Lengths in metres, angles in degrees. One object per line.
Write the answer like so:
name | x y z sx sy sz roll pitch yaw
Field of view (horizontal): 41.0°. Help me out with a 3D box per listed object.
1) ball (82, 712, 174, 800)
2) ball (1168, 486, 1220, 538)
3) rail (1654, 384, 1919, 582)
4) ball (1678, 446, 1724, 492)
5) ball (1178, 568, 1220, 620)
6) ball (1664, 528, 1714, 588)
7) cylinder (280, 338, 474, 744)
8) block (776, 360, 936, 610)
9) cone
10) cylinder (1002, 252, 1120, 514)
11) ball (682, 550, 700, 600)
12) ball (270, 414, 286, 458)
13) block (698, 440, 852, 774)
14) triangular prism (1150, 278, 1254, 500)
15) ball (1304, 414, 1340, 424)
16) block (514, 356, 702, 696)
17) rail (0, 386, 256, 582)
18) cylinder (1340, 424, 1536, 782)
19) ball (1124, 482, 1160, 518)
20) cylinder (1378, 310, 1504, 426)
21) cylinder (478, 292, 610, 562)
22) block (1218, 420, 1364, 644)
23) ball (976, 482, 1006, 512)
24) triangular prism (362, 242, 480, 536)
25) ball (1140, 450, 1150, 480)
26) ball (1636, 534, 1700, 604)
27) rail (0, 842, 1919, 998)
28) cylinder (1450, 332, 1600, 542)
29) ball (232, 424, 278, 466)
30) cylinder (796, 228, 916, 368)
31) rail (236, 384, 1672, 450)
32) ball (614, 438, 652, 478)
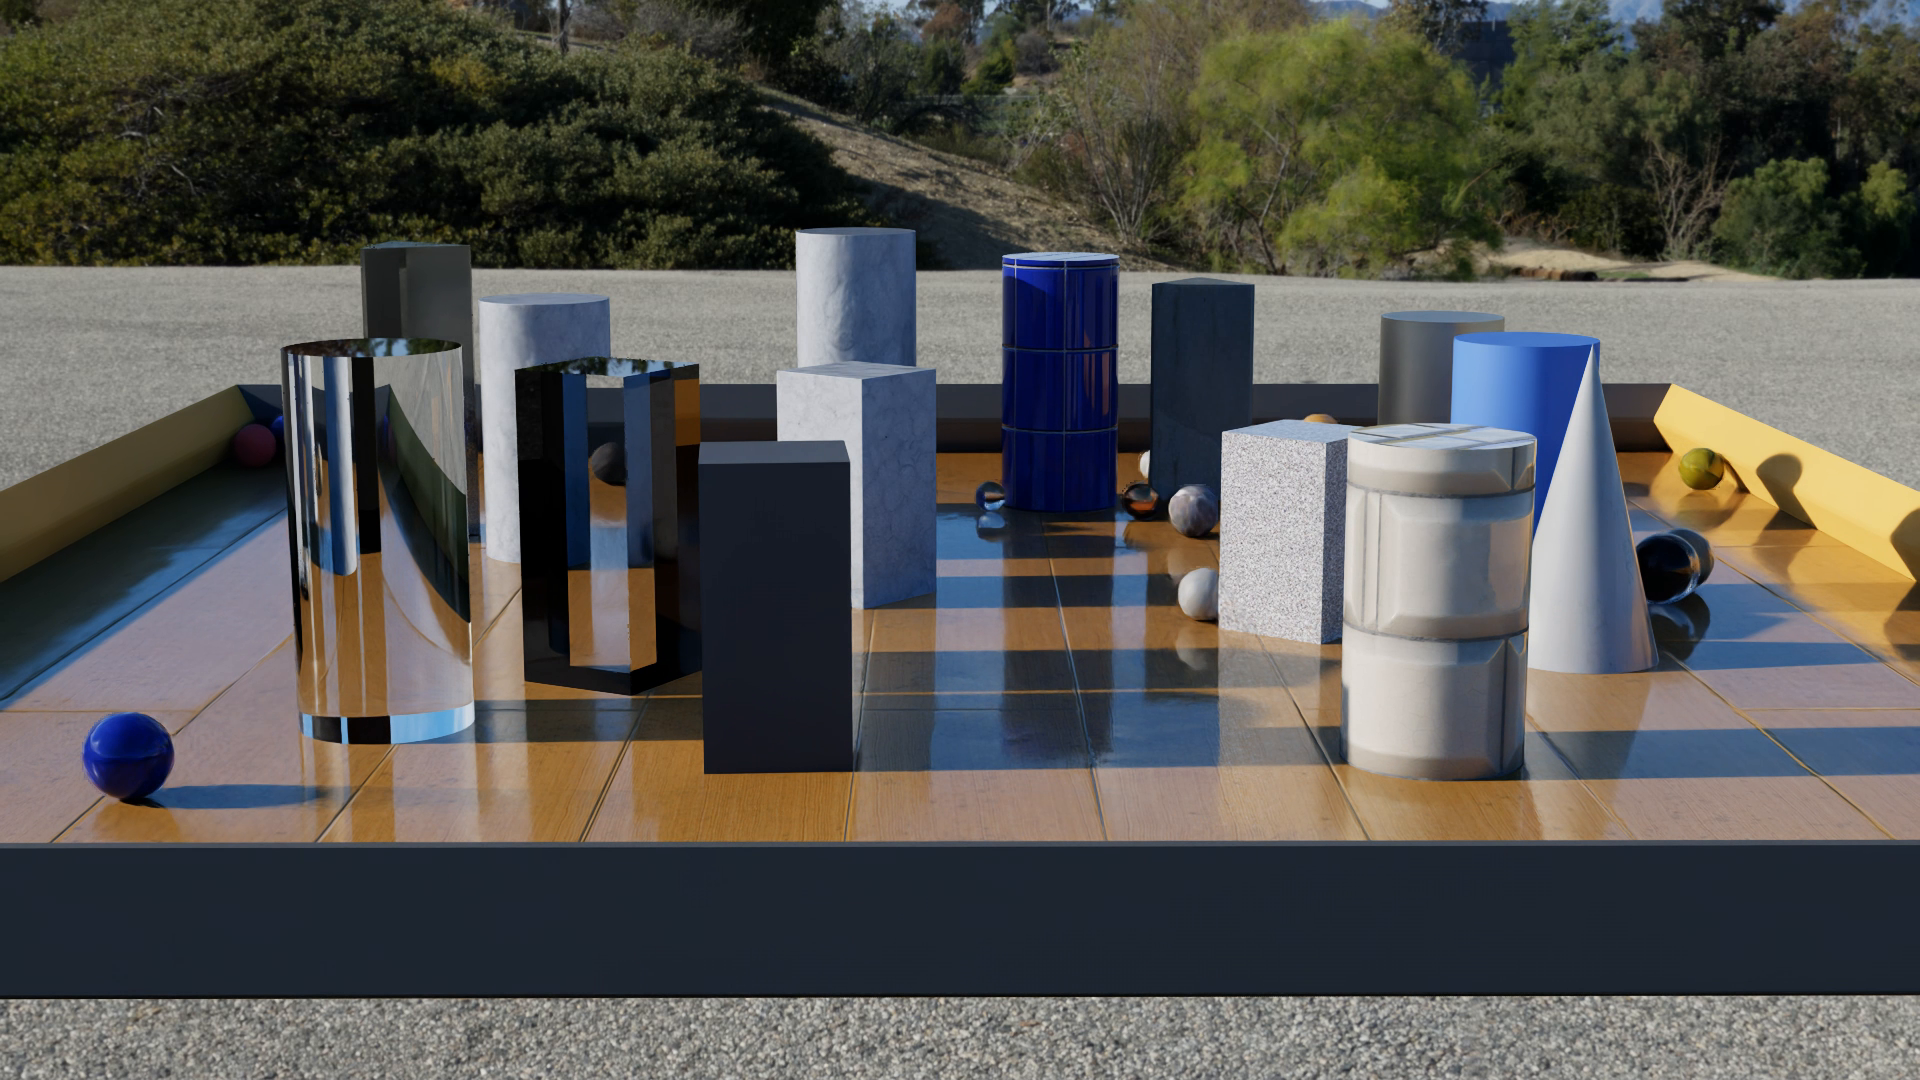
ball | -0.832 0.216 2.570 0.087 0.087 0.087 0 11 0
ball | 0.364 -0.045 3.992 0.081 0.081 0.081 0 11 0
rail | 1.341 0.031 3.457 0.045 0.126 2.917 0 11 0
ball | 1.279 -0.122 4.423 0.076 0.076 0.076 0 11 0
ball | 0.322 0.072 3.393 0.070 0.070 0.070 0 11 0
ball | 1.009 0.027 3.587 0.087 0.087 0.087 0 11 0
cylinder | -0.642 -0.003 2.835 0.193 0.421 0.193 0 11 0
block | -0.142 -0.080 3.545 0.155 0.313 0.155 8 13 38
cone | 0.770 -0.047 3.158 0.193 0.390 0.193 0 11 0
cylinder | 0.166 -0.264 4.262 0.193 0.413 0.193 0 11 0
ball | -0.344 0.048 3.512 0.075 0.075 0.075 0 11 0
ball | -1.245 -0.195 4.784 0.086 0.086 0.086 0 11 0
block | -0.195 0.068 2.716 0.155 0.326 0.155 -1 11 -5
triangular prism | 0.409 -0.260 4.379 0.167 0.364 0.145 1 11 3
ball | 0.662 -0.187 4.725 0.092 0.092 0.092 0 11 0
block | -0.416 -0.021 3.061 0.155 0.374 0.155 6 12 28
rail | -1.341 0.034 3.441 0.045 0.126 2.917 0 11 0
cylinder | 0.501 0.061 2.700 0.193 0.344 0.193 0 11 0
ball | 0.294 -0.064 4.159 0.058 0.058 0.058 0 11 0
cylinder | 0.764 -0.191 4.094 0.193 0.331 0.193 0 11 0
cylinder | -0.618 -0.170 3.843 0.193 0.382 0.193 0 11 0
block | 0.446 -0.014 3.341 0.155 0.259 0.155 8 13 38
ball | 0.050 -0.072 4.224 0.049 0.049 0.049 0 11 0
triangular prism | -0.856 -0.235 3.999 0.167 0.452 0.145 -5 12 -25
ball | 0.346 -0.133 4.528 0.058 0.058 0.058 0 11 0
ball | 0.959 0.039 3.498 0.097 0.097 0.097 0 11 0
rail | 0.008 0.294 2.038 2.729 0.126 0.045 0 11 0
cylinder | 0.764 -0.094 3.492 0.193 0.360 0.193 0 11 0
ball | -1.289 -0.173 4.690 0.078 0.078 0.078 0 11 0
cylinder | -0.167 -0.269 4.159 0.193 0.461 0.193 0 11 0
rail | -0.008 -0.230 4.860 2.729 0.126 0.045 0 11 0
ball | -0.581 -0.145 4.554 0.073 0.073 0.073 0 11 0
